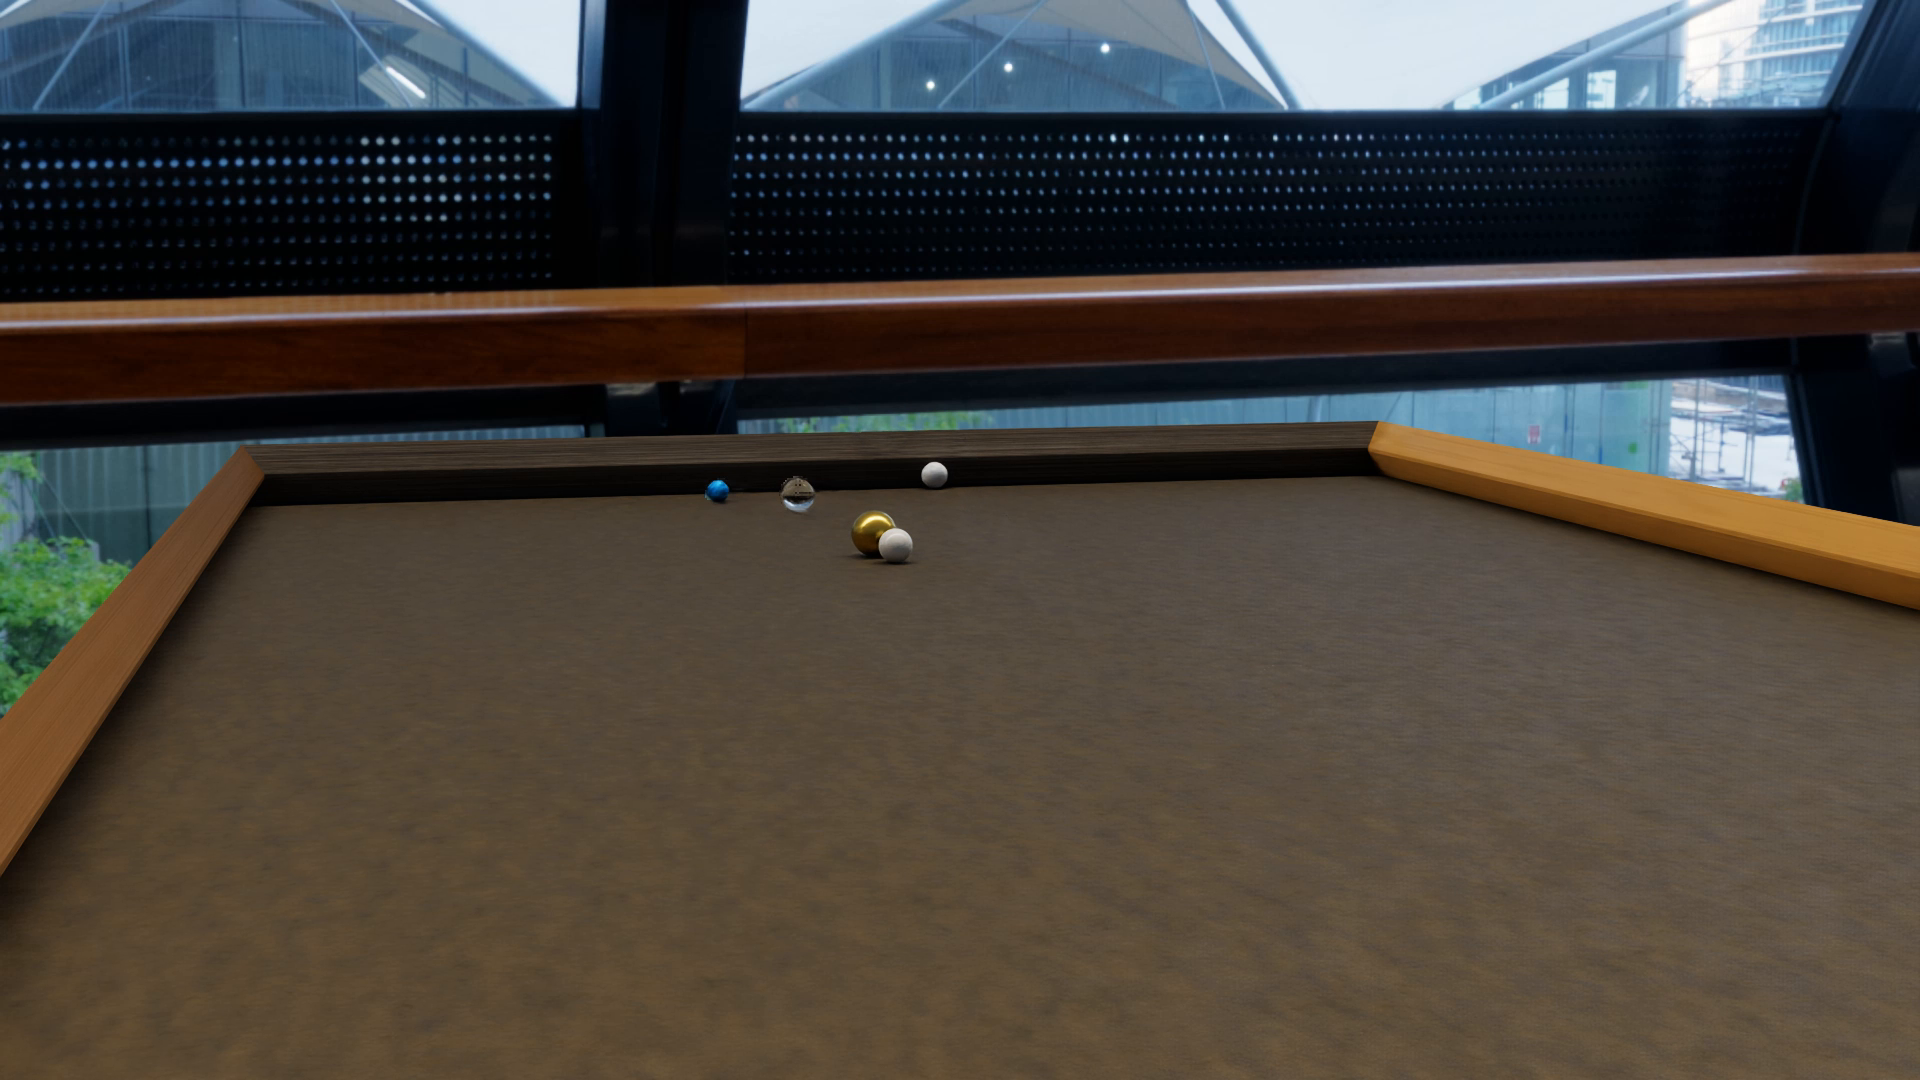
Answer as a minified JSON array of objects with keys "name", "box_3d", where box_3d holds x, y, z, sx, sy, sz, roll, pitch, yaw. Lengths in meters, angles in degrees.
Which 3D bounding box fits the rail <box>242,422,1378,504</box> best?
[{"name":"rail","box_3d":[-0.234,-0.163,4.539,2.387,0.114,0.045,-2,8,-13]}]

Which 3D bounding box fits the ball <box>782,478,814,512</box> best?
[{"name":"ball","box_3d":[-0.307,-0.085,4.174,0.062,0.062,0.062,0,8,0]}]

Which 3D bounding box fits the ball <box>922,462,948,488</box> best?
[{"name":"ball","box_3d":[-0.053,-0.134,4.550,0.055,0.055,0.055,0,8,0]}]

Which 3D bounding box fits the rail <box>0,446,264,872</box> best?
[{"name":"rail","box_3d":[-0.898,0.147,2.317,0.045,0.114,4.102,-2,8,-13]}]

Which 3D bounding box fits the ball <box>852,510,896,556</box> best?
[{"name":"ball","box_3d":[-0.140,-0.011,3.594,0.076,0.076,0.076,0,8,0]}]

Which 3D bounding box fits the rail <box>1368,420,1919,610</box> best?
[{"name":"rail","box_3d":[1.377,0.071,2.857,0.045,0.114,4.102,-2,8,-13]}]

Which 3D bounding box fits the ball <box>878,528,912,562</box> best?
[{"name":"ball","box_3d":[-0.103,0.009,3.524,0.055,0.055,0.055,0,8,0]}]

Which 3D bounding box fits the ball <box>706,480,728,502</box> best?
[{"name":"ball","box_3d":[-0.476,-0.096,4.322,0.043,0.043,0.043,0,8,0]}]
